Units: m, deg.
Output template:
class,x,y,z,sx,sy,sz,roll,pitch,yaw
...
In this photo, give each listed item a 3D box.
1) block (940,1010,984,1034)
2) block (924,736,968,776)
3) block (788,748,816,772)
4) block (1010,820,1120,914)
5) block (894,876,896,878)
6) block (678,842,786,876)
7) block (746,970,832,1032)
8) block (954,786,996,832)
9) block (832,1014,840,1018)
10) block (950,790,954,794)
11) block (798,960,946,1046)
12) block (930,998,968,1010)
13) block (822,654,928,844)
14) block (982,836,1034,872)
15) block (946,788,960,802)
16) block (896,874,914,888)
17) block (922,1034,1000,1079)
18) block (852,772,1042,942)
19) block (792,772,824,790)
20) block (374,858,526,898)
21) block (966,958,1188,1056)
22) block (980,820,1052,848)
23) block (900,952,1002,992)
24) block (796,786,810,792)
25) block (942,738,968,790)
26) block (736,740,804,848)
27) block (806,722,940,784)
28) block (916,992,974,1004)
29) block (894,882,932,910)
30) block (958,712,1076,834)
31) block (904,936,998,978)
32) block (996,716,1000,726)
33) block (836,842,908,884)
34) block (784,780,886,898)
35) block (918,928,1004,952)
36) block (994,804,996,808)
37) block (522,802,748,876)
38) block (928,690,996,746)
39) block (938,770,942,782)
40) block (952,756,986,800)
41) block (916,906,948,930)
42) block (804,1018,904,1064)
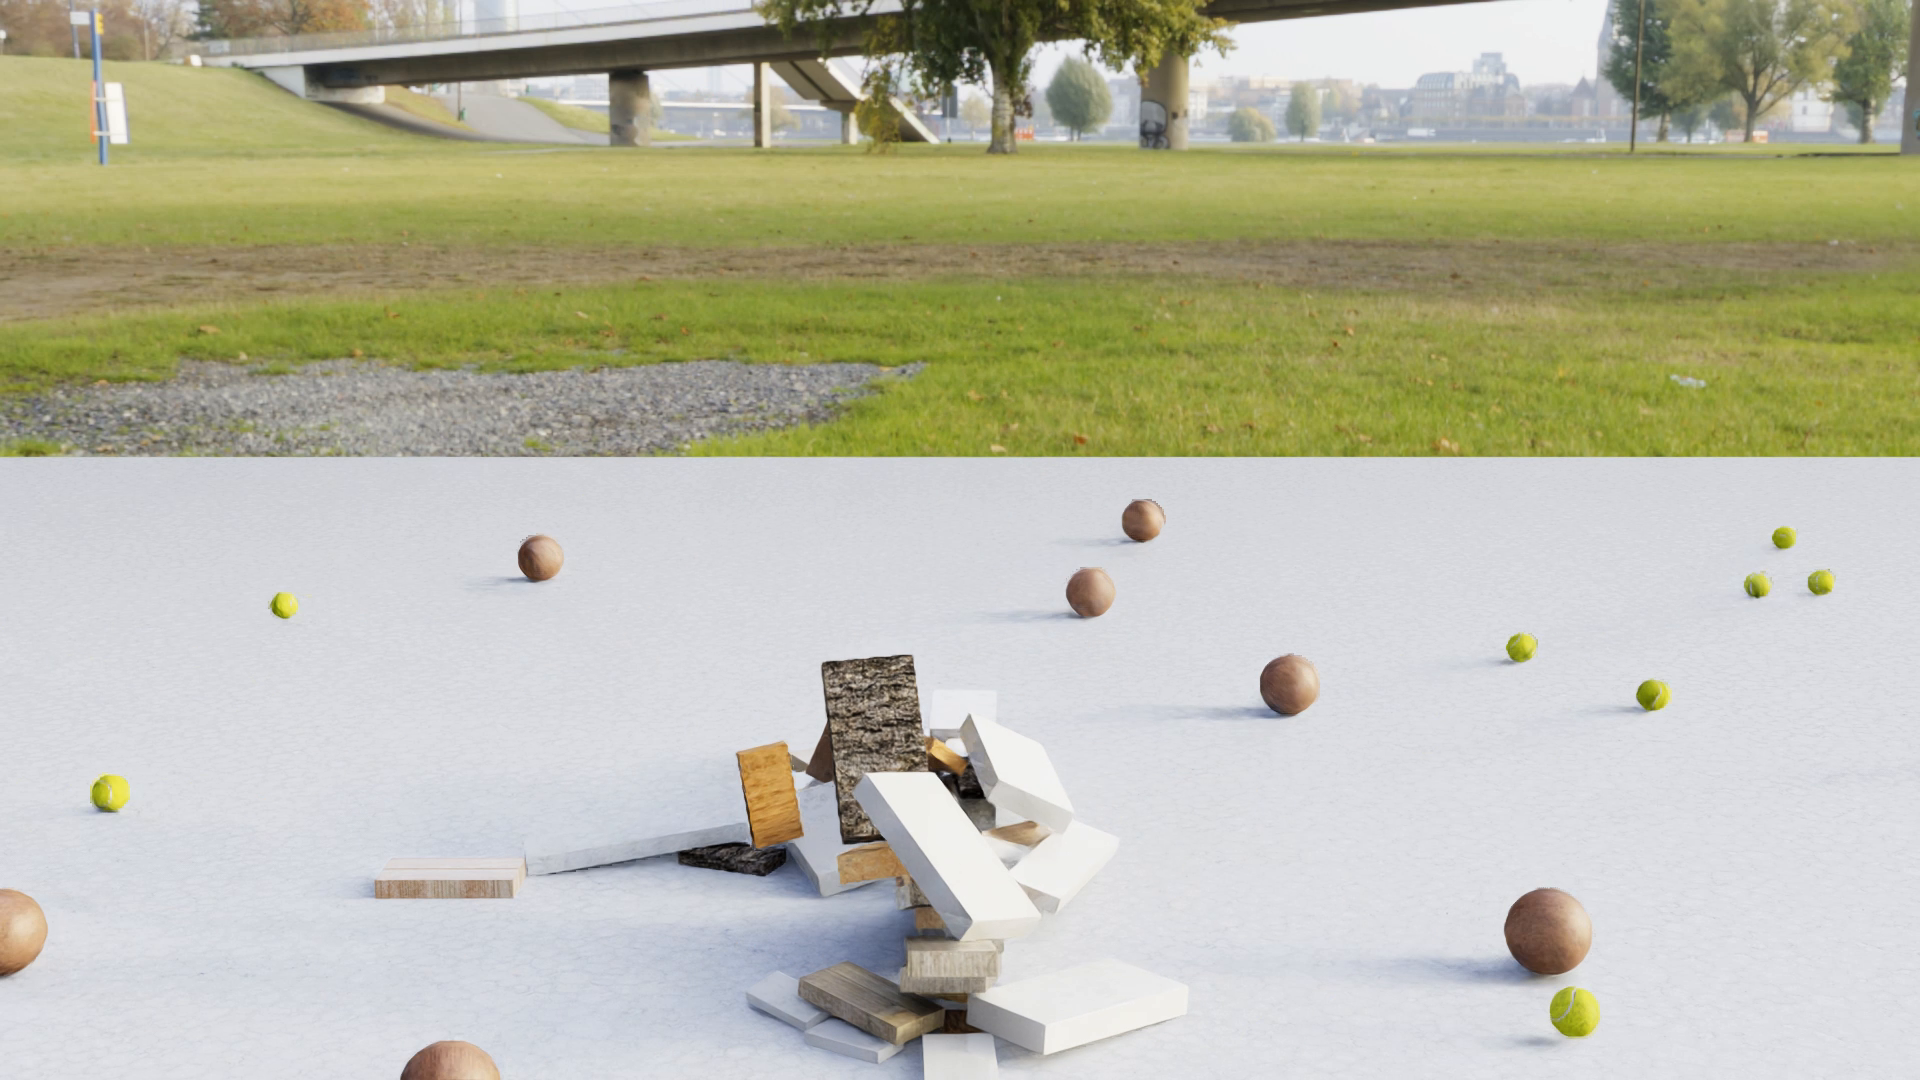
class,x,y,z,sx,sy,sz,roll,pitch,yaw
block,0.000,0.686,3.111,0.054,0.015,0.109,-1,11,-6
block,-0.089,0.369,3.922,0.195,0.028,0.098,10,-23,44
block,-0.243,0.451,4.329,0.110,0.031,0.220,-6,12,-29
block,0.171,0.539,3.661,0.098,0.028,0.447,20,10,14
block,-0.138,0.477,3.856,0.043,0.153,0.306,-3,11,-22
block,-0.395,0.550,3.819,0.167,0.024,0.084,4,11,22
block,-0.242,0.662,3.158,0.125,0.018,0.063,17,32,40
block,0.026,0.482,3.871,0.072,0.020,0.143,-1,28,-1
block,-0.159,0.671,3.183,0.125,0.018,0.063,4,11,21
block,0.004,0.503,3.883,0.099,0.028,0.197,1,28,3
block,-0.126,0.653,3.111,0.194,0.028,0.097,17,18,40
block,-0.017,0.661,3.173,0.054,0.015,0.109,-1,-3,-1
block,-0.131,0.332,3.509,0.146,0.292,0.041,-5,-23,-9
block,0.069,0.535,3.697,0.229,0.032,0.114,15,7,-13
block,-0.092,0.401,3.839,0.195,0.028,0.098,31,-8,47
block,-0.056,0.523,3.427,0.084,0.024,0.167,-8,-8,-1
block,0.006,0.736,2.807,0.097,0.028,0.462,0,11,-2
block,-0.021,0.453,3.174,0.146,0.041,0.292,6,35,-48
block,-0.298,0.486,4.144,0.110,0.031,0.220,-5,12,-25
block,-0.855,0.568,3.698,0.229,0.032,0.114,0,11,0
block,0.169,0.657,3.114,0.299,0.042,0.149,-3,10,-44
block,0.099,0.528,3.805,0.143,0.072,0.020,-8,-16,-36
block,-0.011,0.619,3.155,0.118,0.034,0.237,-1,-5,6
block,-0.266,0.507,3.923,0.110,0.031,0.221,-19,23,-26
block,0.022,0.411,4.038,0.099,0.028,0.197,1,15,2
block,-0.322,0.431,3.724,0.084,0.167,0.024,-13,13,-17
block,-0.159,0.417,4.109,0.043,0.153,0.306,26,-4,-40
block,-0.008,0.644,3.134,0.054,0.015,0.109,3,-4,-40
block,-0.030,0.534,3.324,0.114,0.032,0.229,-6,-11,-8
block,0.098,0.410,3.892,0.153,0.043,0.306,26,12,-16
block,-0.015,0.574,3.039,0.118,0.034,0.237,0,-5,-3
block,0.015,0.424,4.273,0.127,0.036,0.255,1,26,1
block,-0.093,0.486,3.374,0.146,0.041,0.292,-9,-5,5
block,-0.218,0.510,3.793,0.149,0.042,0.299,-15,23,-17
block,0.000,0.600,3.294,0.118,0.034,0.237,1,-10,-2
block,0.006,0.458,4.112,0.127,0.036,0.255,0,25,2
block,-0.568,0.523,3.846,0.381,0.032,0.114,-8,12,-13
block,0.007,0.349,4.311,0.127,0.036,0.255,1,13,1
block,0.008,0.472,4.003,0.099,0.028,0.197,0,28,2
block,0.025,0.421,3.910,0.072,0.020,0.143,-2,18,-9
block,-0.007,0.584,3.393,0.114,0.032,0.229,0,-10,1
block,-0.147,0.695,3.054,0.125,0.018,0.063,7,13,33
